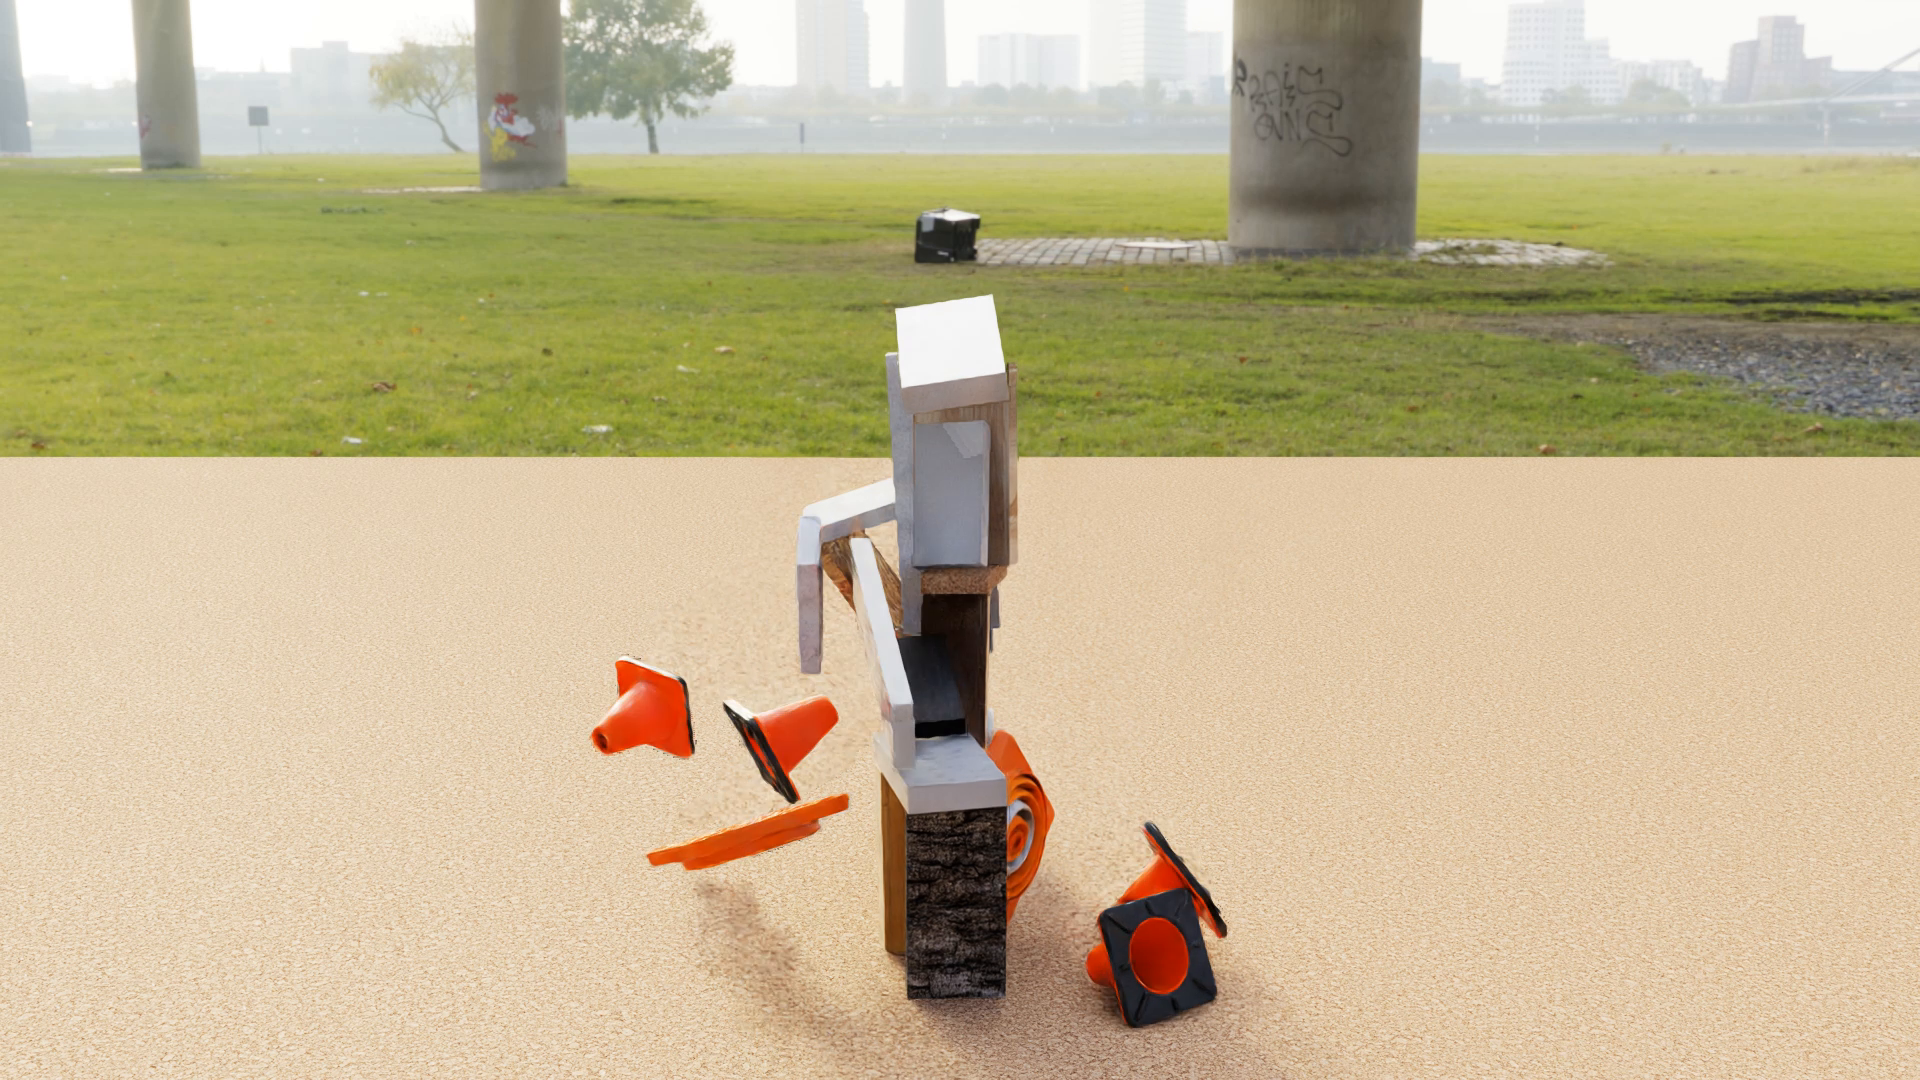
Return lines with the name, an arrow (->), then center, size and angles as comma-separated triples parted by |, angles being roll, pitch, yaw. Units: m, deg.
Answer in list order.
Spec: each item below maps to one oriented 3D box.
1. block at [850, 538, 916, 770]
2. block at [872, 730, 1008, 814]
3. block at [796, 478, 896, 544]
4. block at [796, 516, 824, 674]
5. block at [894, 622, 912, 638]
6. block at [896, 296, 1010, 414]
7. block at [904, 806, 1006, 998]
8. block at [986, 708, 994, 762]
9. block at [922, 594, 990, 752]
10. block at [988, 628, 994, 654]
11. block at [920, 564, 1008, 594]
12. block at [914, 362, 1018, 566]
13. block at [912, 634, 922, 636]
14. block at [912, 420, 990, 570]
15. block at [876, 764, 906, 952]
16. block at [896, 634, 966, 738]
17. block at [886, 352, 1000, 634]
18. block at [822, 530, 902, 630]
block -> -0.121, 0.166, 3.391 | 0.033, 0.115, 0.476 | -6, 31, -7
block -> -0.034, 0.342, 3.293 | 0.145, 0.041, 0.291 | -3, 11, -12
block -> -0.170, -0.052, 3.763 | 0.214, 0.030, 0.107 | -18, 24, 14
block -> -0.236, 0.089, 3.471 | 0.033, 0.230, 0.115 | 0, 40, -1
block -> -0.066, 0.138, 3.841 | 0.131, 0.019, 0.066 | -20, 19, 34
block -> -0.015, -0.299, 3.504 | 0.162, 0.046, 0.323 | -8, 28, 1
block -> -0.007, 0.525, 3.223 | 0.145, 0.291, 0.041 | -1, 11, -4
block -> -0.001, 0.330, 3.715 | 0.115, 0.033, 0.230 | 0, 11, 0
block -> -0.011, 0.250, 3.549 | 0.108, 0.367, 0.030 | 0, -13, 7
block -> -0.005, 0.069, 3.742 | 0.107, 0.257, 0.030 | -3, 16, 3
block -> 0.008, 0.056, 3.543 | 0.108, 0.030, 0.215 | 0, 7, 9
block -> 0.009, -0.124, 3.555 | 0.162, 0.323, 0.046 | 1, 6, 19
block -> -0.051, 0.247, 3.904 | 0.019, 0.208, 0.066 | -10, 25, 34
block -> -0.014, -0.071, 3.490 | 0.115, 0.230, 0.033 | -3, -13, 19
block -> -0.052, 0.488, 3.413 | 0.145, 0.291, 0.041 | -4, 11, -12
block -> -0.061, 0.229, 3.451 | 0.108, 0.030, 0.215 | -6, 36, -7
block -> -0.028, -0.081, 3.660 | 0.162, 0.467, 0.046 | -4, 10, 0
block -> -0.171, 0.060, 3.835 | 0.030, 0.214, 0.107 | -22, 20, 40
